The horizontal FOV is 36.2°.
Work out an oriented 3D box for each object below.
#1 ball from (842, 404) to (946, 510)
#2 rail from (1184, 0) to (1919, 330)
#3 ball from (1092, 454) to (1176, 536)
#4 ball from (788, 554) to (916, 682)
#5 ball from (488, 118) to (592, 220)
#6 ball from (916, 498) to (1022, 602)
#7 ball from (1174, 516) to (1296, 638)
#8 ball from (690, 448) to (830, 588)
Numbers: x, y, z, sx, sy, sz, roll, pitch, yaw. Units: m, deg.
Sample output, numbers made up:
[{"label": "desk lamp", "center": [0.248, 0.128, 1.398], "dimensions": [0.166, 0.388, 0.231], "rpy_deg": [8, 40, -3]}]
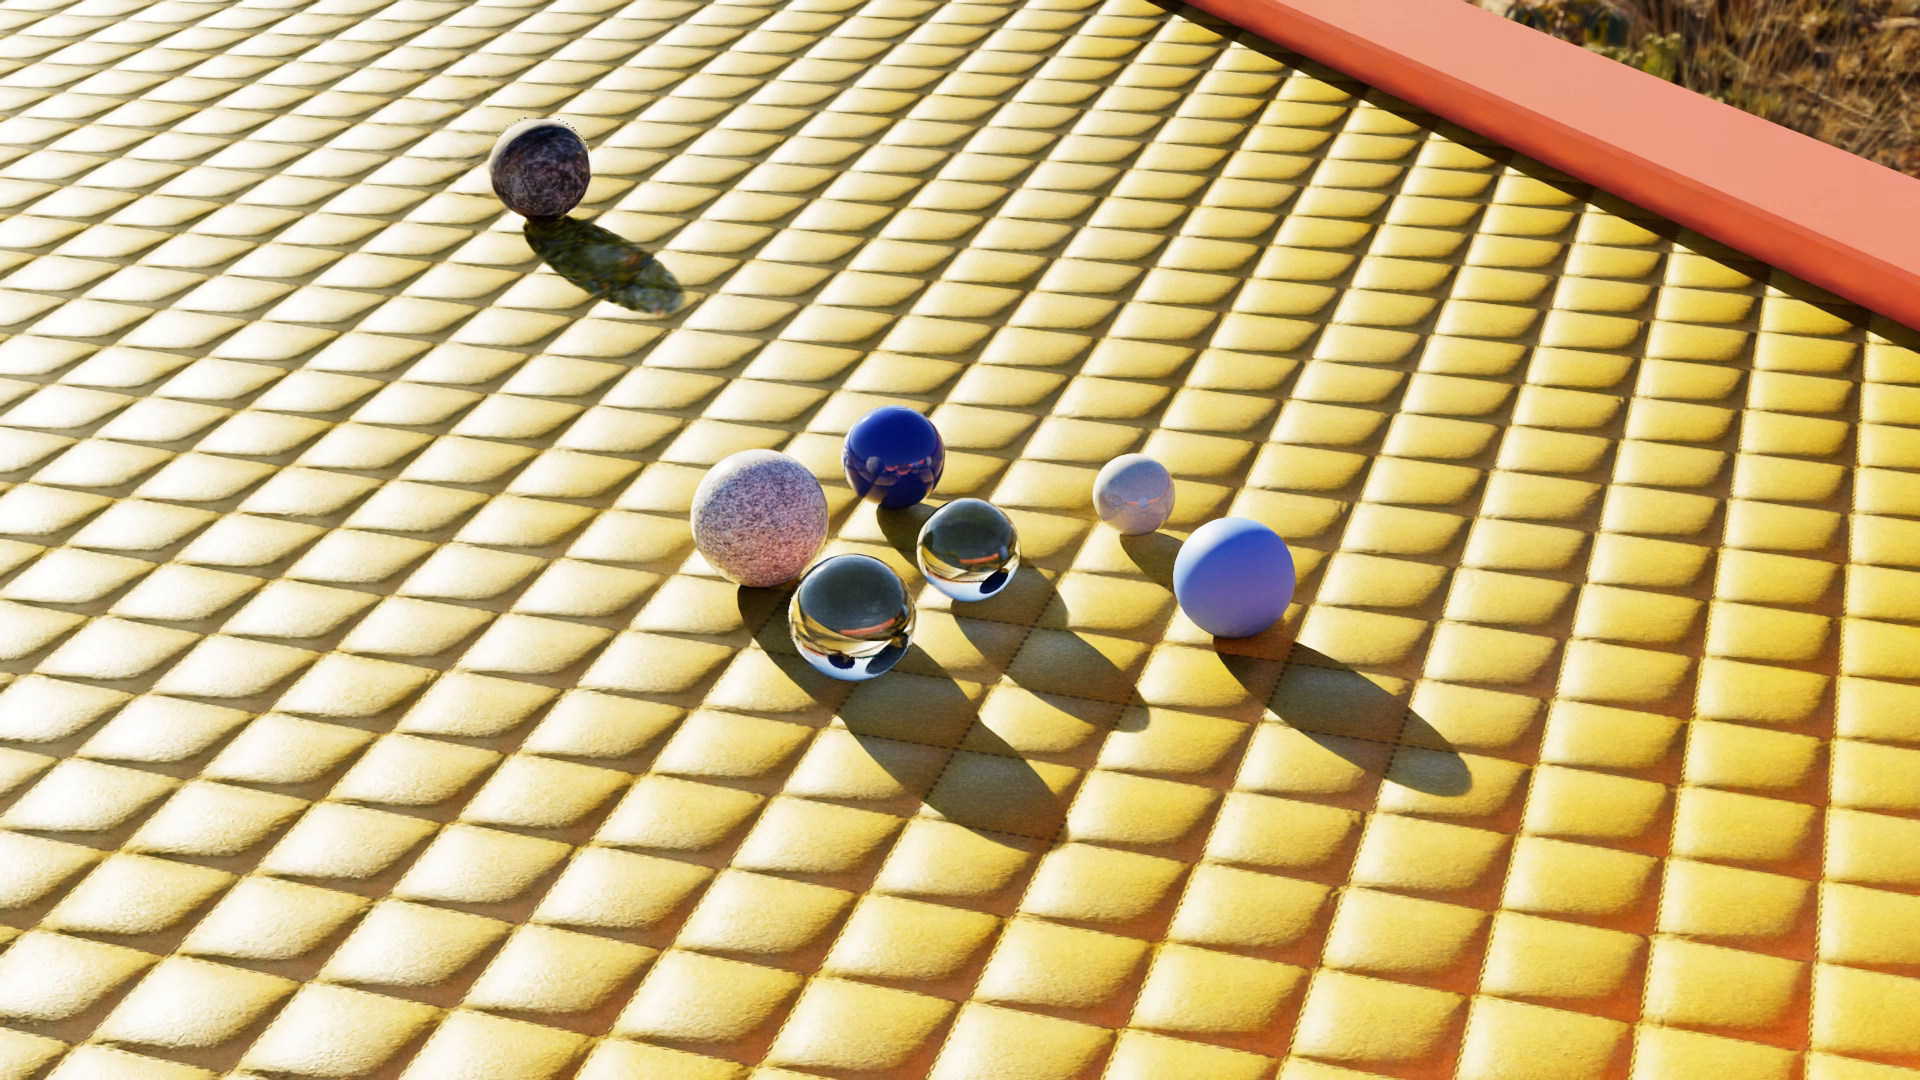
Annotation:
[{"label": "ball", "center": [-0.049, -0.061, 2.176], "dimensions": [0.077, 0.077, 0.077], "rpy_deg": [0, 26, 0]}, {"label": "rail", "center": [0.417, -0.544, 3.123], "dimensions": [0.045, 0.126, 3.488], "rpy_deg": [-13, 28, -25]}, {"label": "ball", "center": [0.126, -0.033, 2.136], "dimensions": [0.060, 0.060, 0.060], "rpy_deg": [0, 26, 0]}, {"label": "ball", "center": [-0.071, 0.051, 1.933], "dimensions": [0.085, 0.085, 0.085], "rpy_deg": [0, 26, 0]}, {"label": "ball", "center": [-0.393, -0.346, 2.750], "dimensions": [0.095, 0.095, 0.095], "rpy_deg": [0, 26, 0]}, {"label": "ball", "center": [0.006, 0.007, 2.039], "dimensions": [0.073, 0.073, 0.073], "rpy_deg": [0, 26, 0]}, {"label": "ball", "center": [0.185, 0.026, 1.989], "dimensions": [0.083, 0.083, 0.083], "rpy_deg": [0, 26, 0]}, {"label": "ball", "center": [-0.140, -0.015, 2.057], "dimensions": [0.097, 0.097, 0.097], "rpy_deg": [0, 26, 0]}]
